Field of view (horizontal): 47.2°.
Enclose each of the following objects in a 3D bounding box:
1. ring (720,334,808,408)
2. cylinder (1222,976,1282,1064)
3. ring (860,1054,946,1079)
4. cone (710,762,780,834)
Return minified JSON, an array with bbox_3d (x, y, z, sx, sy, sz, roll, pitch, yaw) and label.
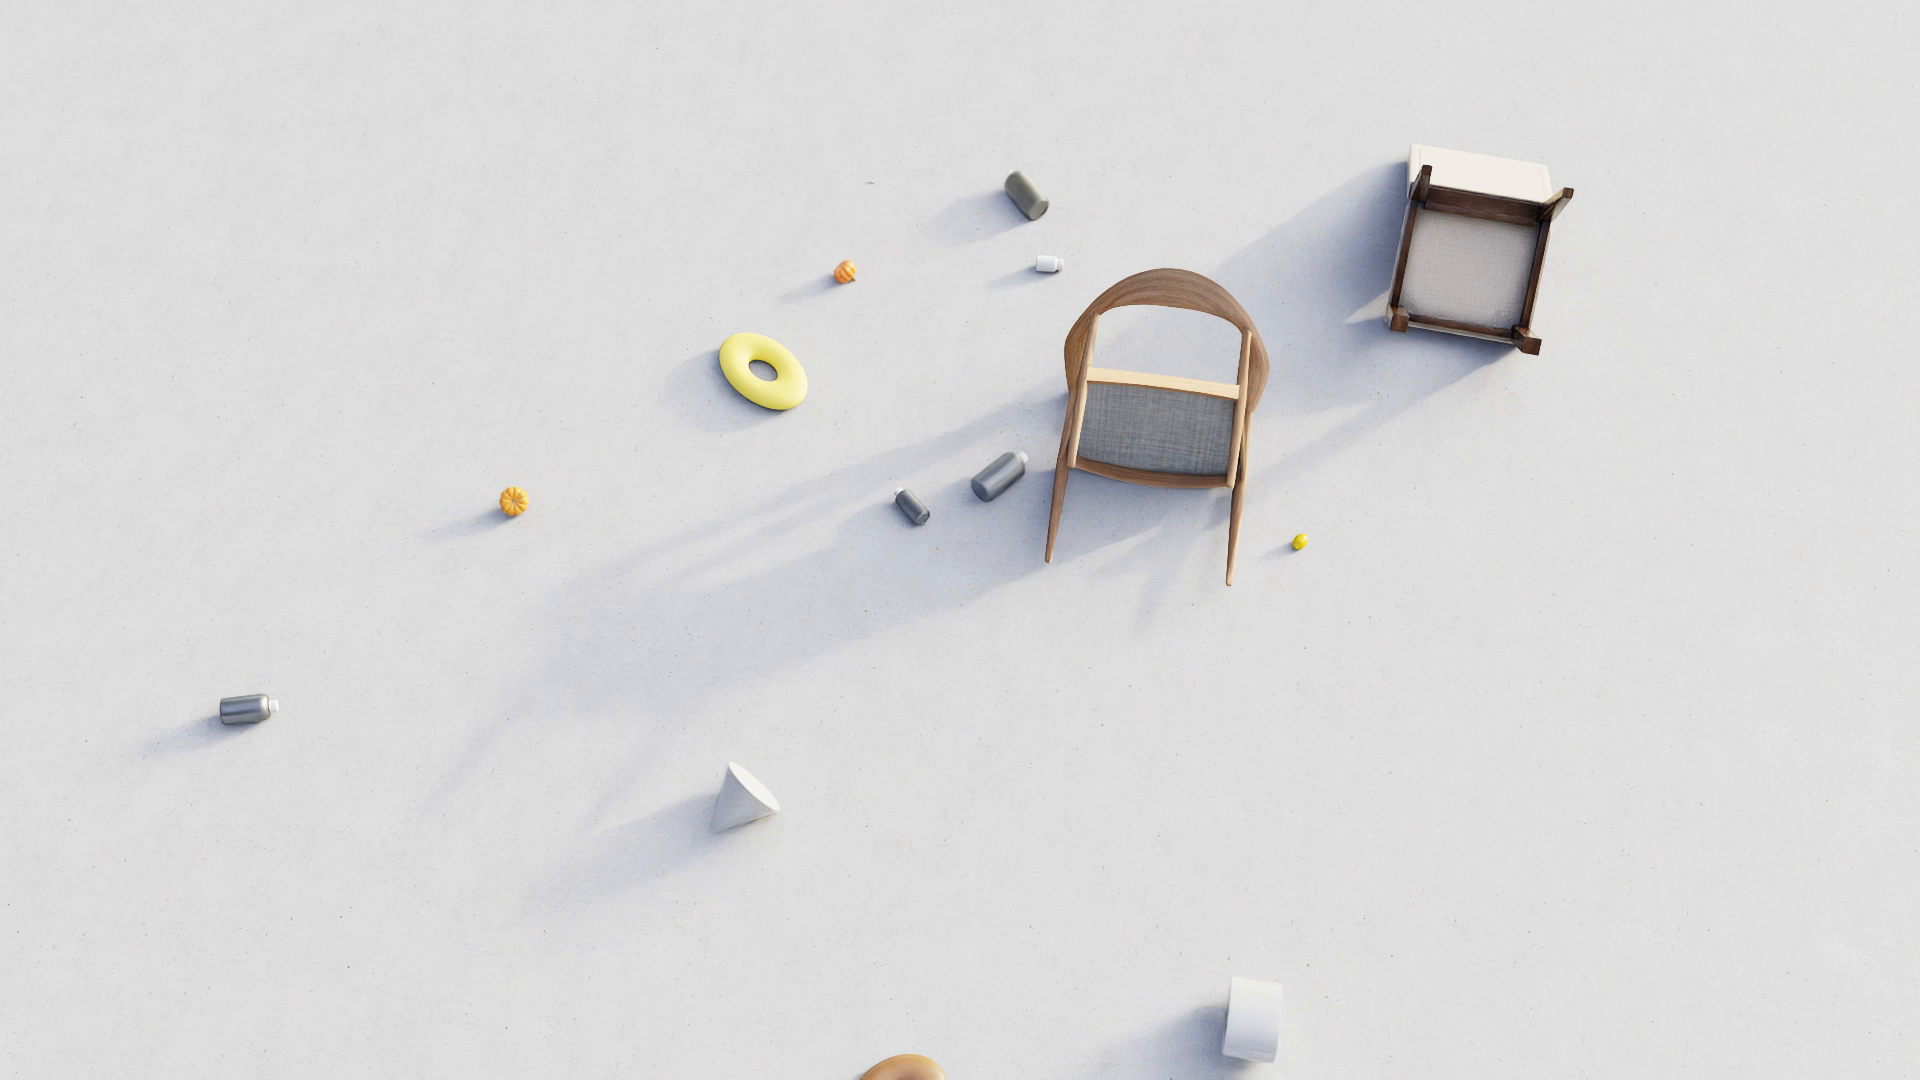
[{"bbox_3d":[-0.617,-0.531,6.895,0.218,0.060,0.352,-36,63,-23],"label":"ring"},{"bbox_3d":[0.750,1.231,5.646,0.132,0.159,0.232,9,36,6],"label":"cylinder"},{"bbox_3d":[-0.160,1.424,5.595,0.281,0.039,0.217,-32,62,-19],"label":"ring"},{"bbox_3d":[-0.624,0.743,6.026,0.192,0.186,0.184,43,93,9],"label":"cone"}]
